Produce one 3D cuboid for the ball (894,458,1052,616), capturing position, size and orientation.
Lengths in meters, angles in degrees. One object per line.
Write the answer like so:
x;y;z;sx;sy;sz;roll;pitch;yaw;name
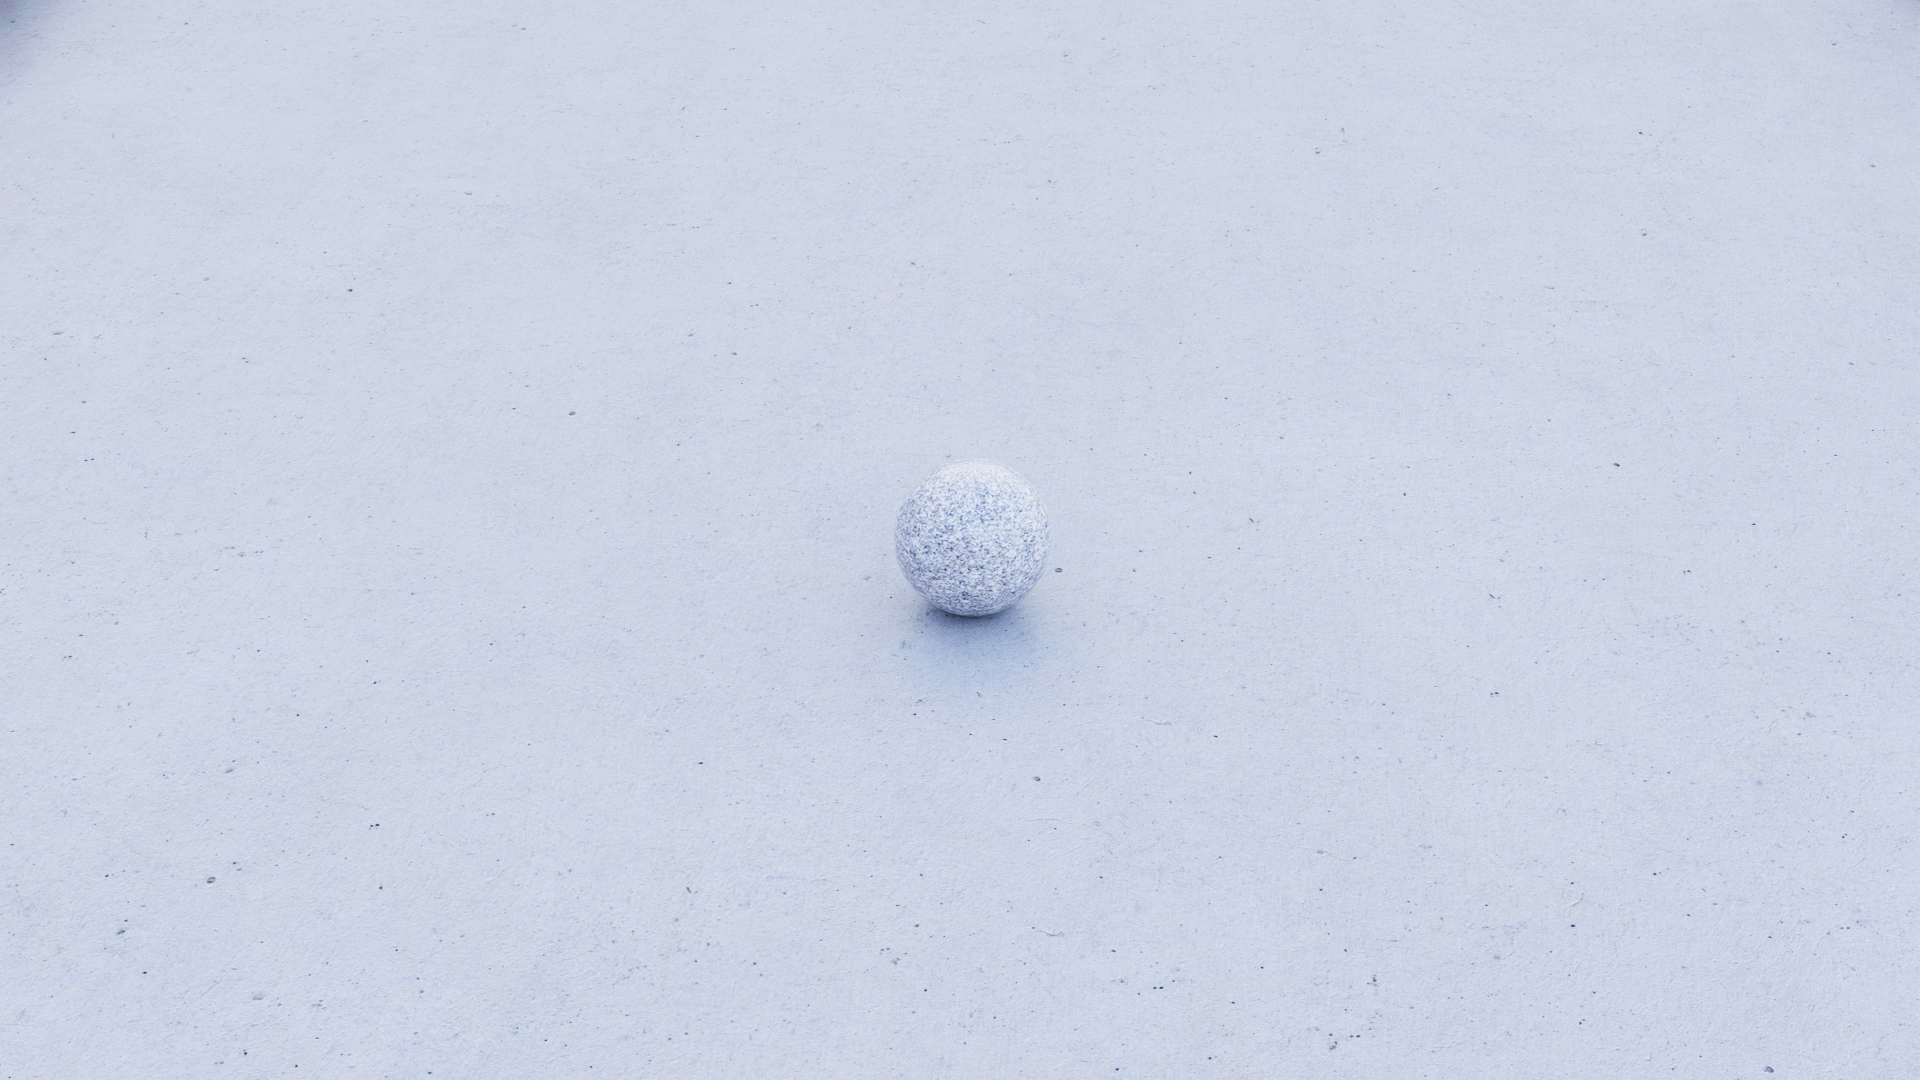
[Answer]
0.007;-0.002;1.693;0.092;0.092;0.092;0;29;0;ball
